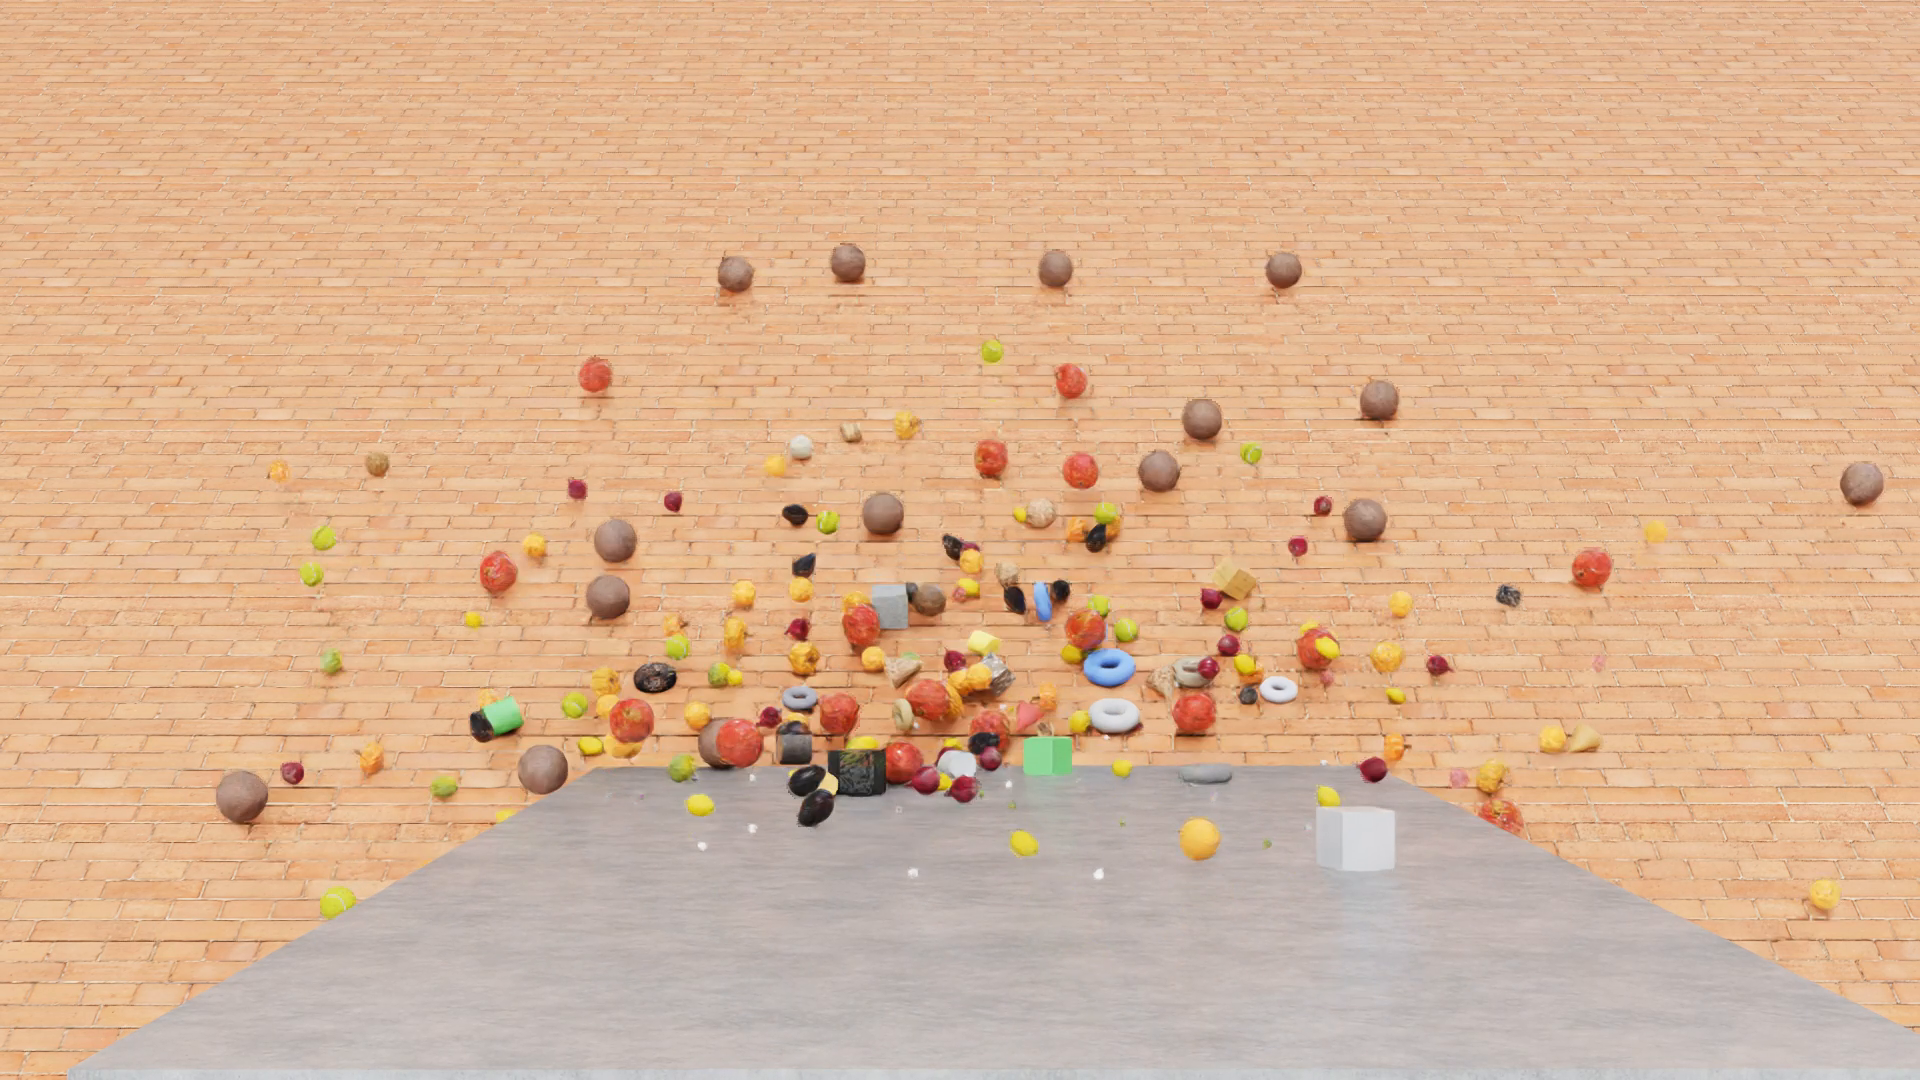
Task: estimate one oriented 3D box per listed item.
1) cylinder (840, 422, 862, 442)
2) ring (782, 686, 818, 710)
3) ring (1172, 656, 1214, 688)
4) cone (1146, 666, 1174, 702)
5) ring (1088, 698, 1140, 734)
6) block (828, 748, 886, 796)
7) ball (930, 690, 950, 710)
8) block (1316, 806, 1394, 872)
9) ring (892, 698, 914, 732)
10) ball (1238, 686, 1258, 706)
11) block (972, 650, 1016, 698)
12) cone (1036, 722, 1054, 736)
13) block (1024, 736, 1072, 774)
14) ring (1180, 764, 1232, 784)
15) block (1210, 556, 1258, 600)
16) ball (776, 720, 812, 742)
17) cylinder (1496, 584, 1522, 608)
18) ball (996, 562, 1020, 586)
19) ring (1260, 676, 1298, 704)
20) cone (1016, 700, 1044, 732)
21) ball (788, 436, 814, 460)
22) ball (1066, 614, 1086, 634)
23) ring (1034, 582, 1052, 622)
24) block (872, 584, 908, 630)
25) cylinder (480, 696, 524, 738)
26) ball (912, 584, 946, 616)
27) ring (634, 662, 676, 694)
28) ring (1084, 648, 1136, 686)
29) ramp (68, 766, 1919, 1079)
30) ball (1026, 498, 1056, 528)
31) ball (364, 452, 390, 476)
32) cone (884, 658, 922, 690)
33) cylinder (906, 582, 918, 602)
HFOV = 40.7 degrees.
[{"bbox_3d":[-0.350,-0.346,8.333,0.055,0.055,0.055,-10,33,-17],"label":"cylinder"},{"bbox_3d":[-0.437,0.433,7.074,0.103,0.034,0.103,0,27,0],"label":"ring"},{"bbox_3d":[0.641,0.366,7.178,0.123,0.041,0.123,-1,31,1],"label":"ring"},{"bbox_3d":[0.566,0.409,7.108,0.088,0.088,0.088,-12,60,-19],"label":"cone"},{"bbox_3d":[0.415,0.474,6.991,0.144,0.048,0.144,0,27,0],"label":"ring"},{"bbox_3d":[-0.233,0.527,5.885,0.099,0.099,0.099,0,0,20],"label":"block"},{"bbox_3d":[-0.052,0.435,7.050,0.055,0.055,0.055,0,31,0],"label":"ball"},{"bbox_3d":[0.683,0.515,4.475,0.099,0.099,0.099,0,0,-18],"label":"block"},{"bbox_3d":[-0.152,0.463,6.866,0.030,0.090,0.090,-7,31,-27],"label":"ring"},{"bbox_3d":[0.786,0.426,7.068,0.052,0.052,0.052,0,31,0],"label":"ball"},{"bbox_3d":[0.094,0.368,7.099,0.076,0.076,0.076,-43,54,-2],"label":"block"},{"bbox_3d":[0.240,0.514,6.920,0.052,0.052,0.052,19,-3,28],"label":"cone"},{"bbox_3d":[0.218,0.538,6.461,0.087,0.087,0.087,0,-1,34],"label":"block"},{"bbox_3d":[0.589,0.558,6.194,0.126,0.042,0.126,-1,-2,0],"label":"ring"},{"bbox_3d":[0.795,0.111,7.525,0.082,0.082,0.082,29,14,-35],"label":"block"},{"bbox_3d":[-0.439,0.526,6.856,0.100,0.100,0.100,0,31,0],"label":"ball"},{"bbox_3d":[1.588,0.163,7.482,0.054,0.054,0.054,22,38,34],"label":"cylinder"},{"bbox_3d":[0.139,0.099,7.590,0.069,0.069,0.069,0,31,0],"label":"ball"},{"bbox_3d":[0.876,0.411,7.109,0.104,0.035,0.104,-1,31,1],"label":"ring"},{"bbox_3d":[0.171,0.483,6.911,0.077,0.077,0.077,22,69,32],"label":"cone"},{"bbox_3d":[-0.505,-0.295,8.229,0.077,0.077,0.077,0,31,0],"label":"ball"},{"bbox_3d":[0.330,0.241,7.367,0.057,0.057,0.057,0,31,0],"label":"ball"},{"bbox_3d":[0.237,0.177,7.417,0.039,0.116,0.116,-11,31,7],"label":"ring"},{"bbox_3d":[-0.201,0.189,7.394,0.098,0.098,0.098,-2,19,-3],"label":"block"},{"bbox_3d":[-1.227,0.473,6.938,0.086,0.086,0.086,-22,37,-18],"label":"cylinder"},{"bbox_3d":[-0.087,0.172,7.392,0.095,0.095,0.095,0,31,0],"label":"ball"},{"bbox_3d":[-0.843,0.381,7.154,0.122,0.041,0.122,-1,32,0],"label":"ring"},{"bbox_3d":[0.415,0.353,7.190,0.145,0.048,0.145,-3,33,2],"label":"ring"},{"bbox_3d":[0.070,0.617,4.695,2.000,0.100,4.000,0,0,0],"label":"ramp"},{"bbox_3d":[0.246,-0.081,7.862,0.094,0.094,0.094,0,31,0],"label":"ball"},{"bbox_3d":[-1.832,-0.239,8.139,0.077,0.077,0.077,0,31,0],"label":"ball"},{"bbox_3d":[-0.144,0.349,7.073,0.097,0.097,0.097,-21,32,2],"label":"cone"},{"bbox_3d":[-0.153,0.154,7.492,0.057,0.057,0.057,-14,34,-15],"label":"cylinder"}]
